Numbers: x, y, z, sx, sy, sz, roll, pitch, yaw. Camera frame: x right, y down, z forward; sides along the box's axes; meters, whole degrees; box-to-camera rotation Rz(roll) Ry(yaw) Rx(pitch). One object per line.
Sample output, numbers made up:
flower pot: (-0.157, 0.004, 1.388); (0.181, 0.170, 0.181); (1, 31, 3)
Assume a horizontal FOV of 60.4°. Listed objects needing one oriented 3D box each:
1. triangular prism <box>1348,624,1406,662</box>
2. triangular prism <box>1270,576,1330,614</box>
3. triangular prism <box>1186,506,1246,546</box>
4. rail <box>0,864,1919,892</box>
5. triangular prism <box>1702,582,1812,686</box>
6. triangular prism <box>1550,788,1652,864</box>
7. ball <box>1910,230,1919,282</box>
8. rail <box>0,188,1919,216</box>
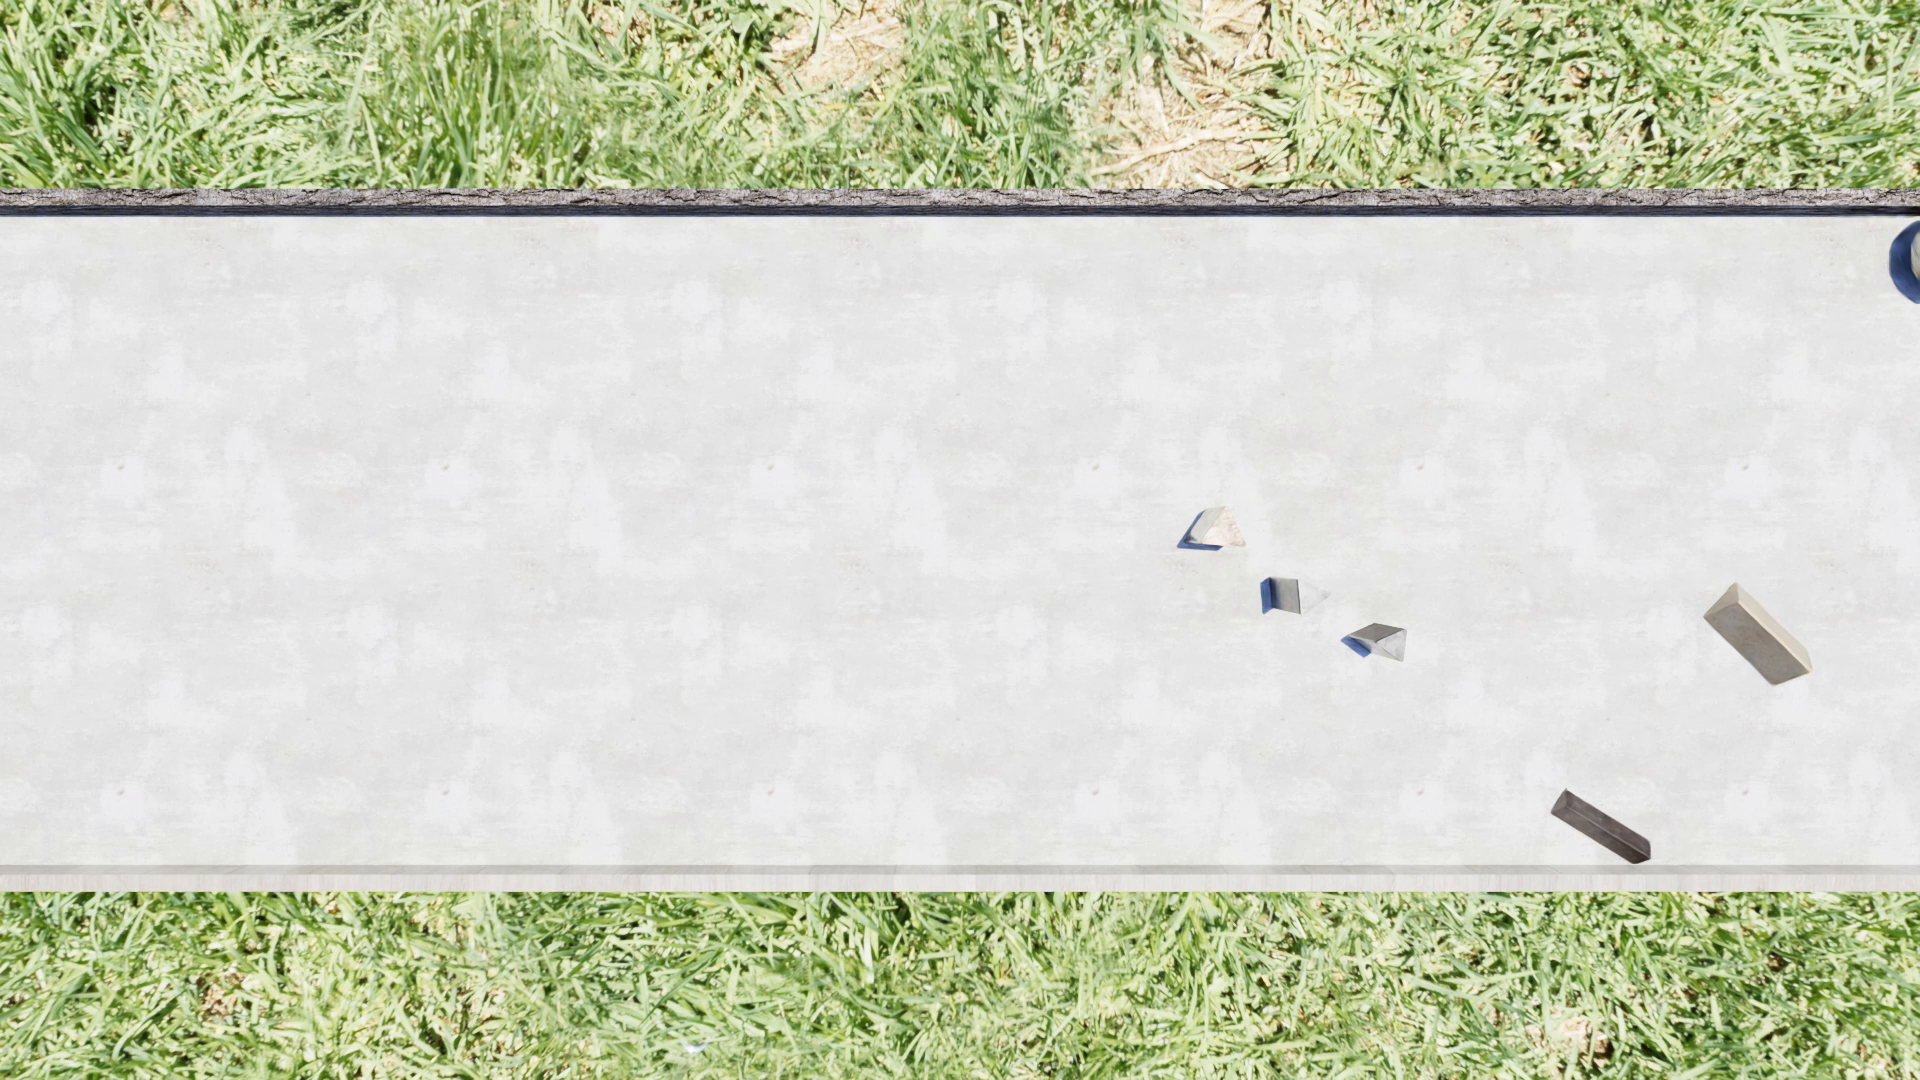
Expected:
triangular prism: (1.255, 0.288, 4.899); (0.094, 0.355, 0.081); (36, 90, 0)
triangular prism: (0.978, 0.147, 4.858); (0.100, 0.438, 0.086); (-35, 90, 0)
triangular prism: (0.758, -0.043, 4.893); (0.127, 0.367, 0.110); (5, 90, 0)
rail: (-2.247, 1.025, 5.001); (12.000, 0.150, 0.050); (0, 90, 0)
triangular prism: (2.444, 0.289, 5.009); (0.306, 0.128, 0.148); (44, 90, 0)
triangular prism: (1.966, 0.883, 5.035); (0.306, 0.075, 0.087); (32, 93, 0)
ball: (3.004, -0.861, 4.938); (0.278, 0.278, 0.278); (0, 90, 0)
rail: (-2.247, -1.025, 5.002); (12.000, 0.150, 0.050); (0, 90, 0)
